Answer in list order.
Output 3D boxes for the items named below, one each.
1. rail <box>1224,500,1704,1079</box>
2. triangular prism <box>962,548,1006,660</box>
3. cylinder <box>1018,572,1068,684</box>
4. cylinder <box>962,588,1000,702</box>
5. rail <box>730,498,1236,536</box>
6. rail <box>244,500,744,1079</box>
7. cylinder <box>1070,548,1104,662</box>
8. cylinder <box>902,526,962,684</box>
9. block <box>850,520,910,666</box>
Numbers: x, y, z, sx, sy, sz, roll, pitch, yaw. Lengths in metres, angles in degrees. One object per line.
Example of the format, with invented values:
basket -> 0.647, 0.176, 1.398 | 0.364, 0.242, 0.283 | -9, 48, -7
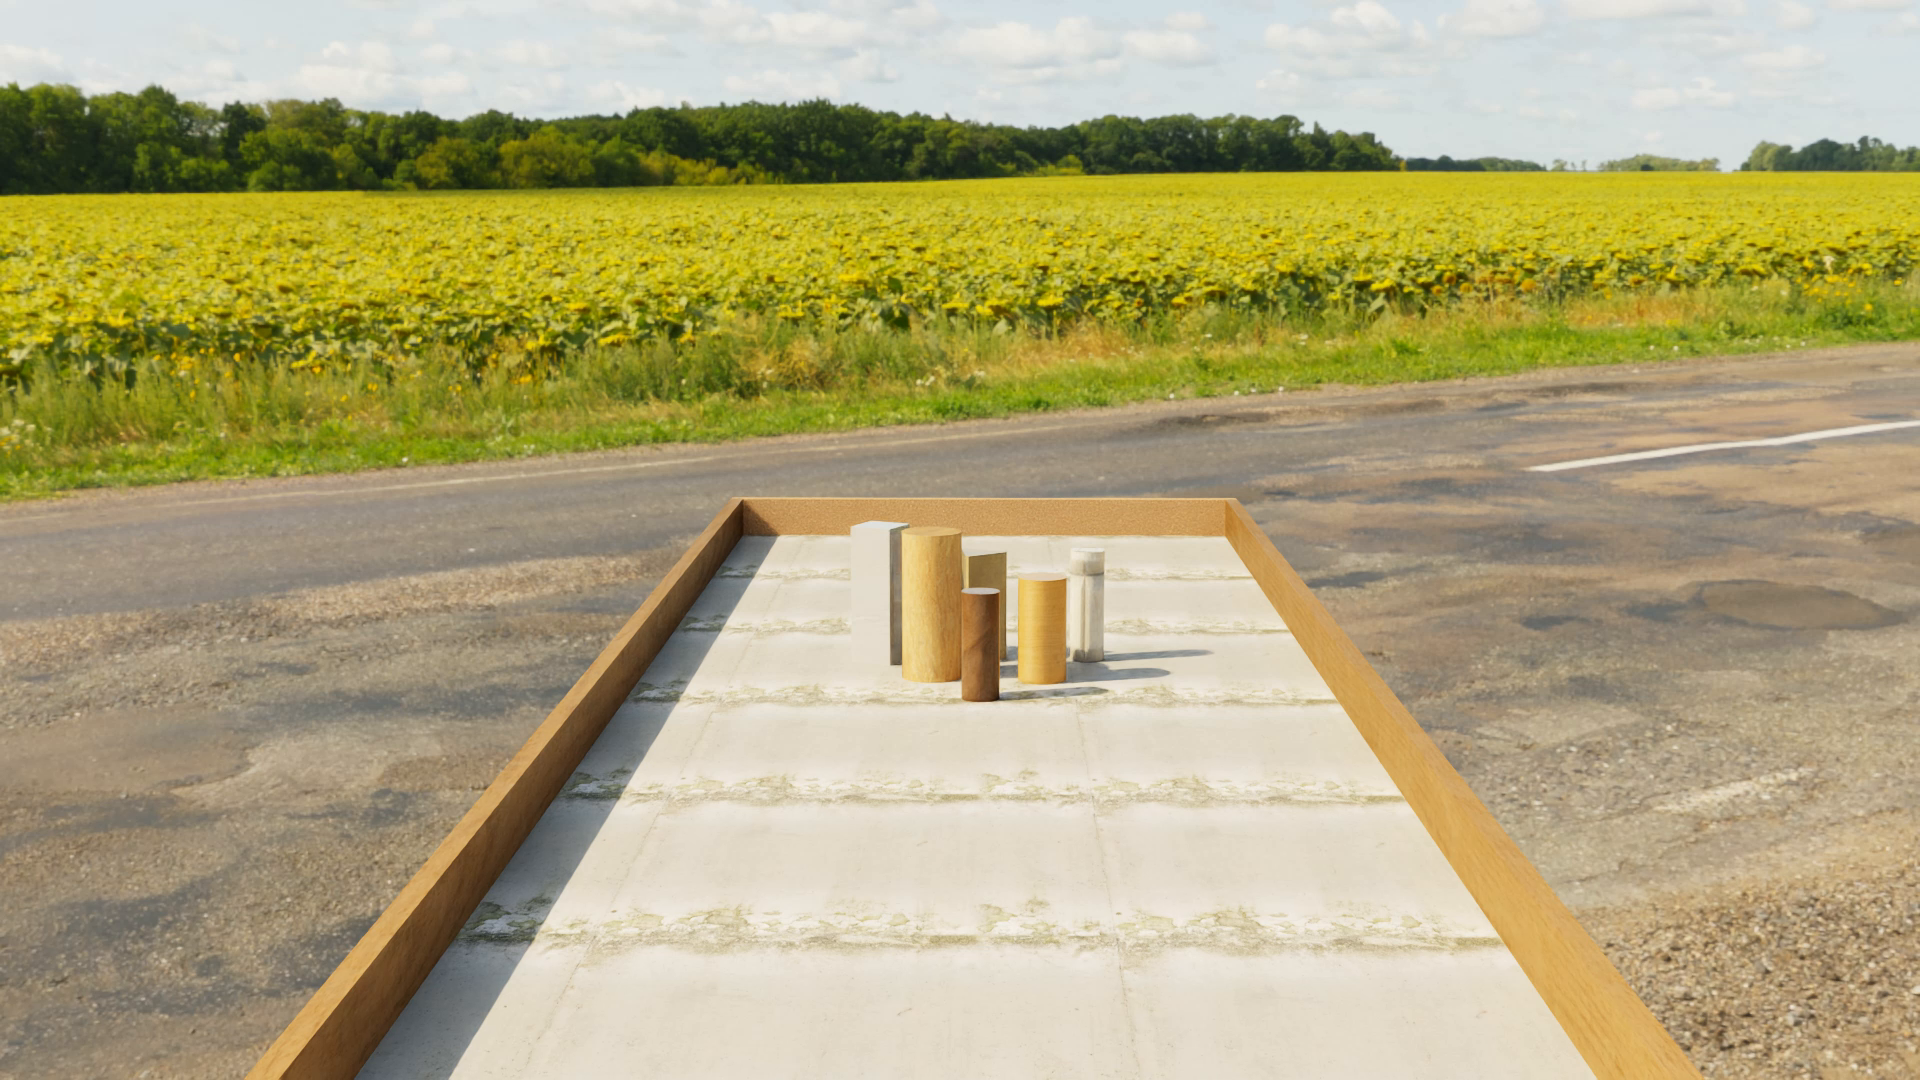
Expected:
rail -> 1.046, 0.843, 3.208 | 0.050, 0.150, 12.000 | 0, 9, 1
triangular prism -> 0.045, 0.197, 6.712 | 0.148, 0.330, 0.128 | -6, 11, -34
cylinder -> 0.240, 0.257, 6.410 | 0.142, 0.306, 0.142 | 0, 9, 0
cylinder -> 0.057, 0.294, 6.175 | 0.108, 0.307, 0.108 | 0, 9, 0
rail -> 0.099, -0.098, 9.147 | 2.100, 0.150, 0.050 | 0, 9, 1
rail -> -1.004, 0.839, 3.234 | 0.050, 0.150, 12.000 | 0, 9, 1
cylinder -> 0.387, 0.197, 6.686 | 0.104, 0.338, 0.104 | 0, 9, 0
cylinder -> -0.083, 0.188, 6.440 | 0.176, 0.433, 0.176 | 0, 9, 0
block -> -0.241, 0.160, 6.673 | 0.132, 0.415, 0.132 | 4, 10, 26
